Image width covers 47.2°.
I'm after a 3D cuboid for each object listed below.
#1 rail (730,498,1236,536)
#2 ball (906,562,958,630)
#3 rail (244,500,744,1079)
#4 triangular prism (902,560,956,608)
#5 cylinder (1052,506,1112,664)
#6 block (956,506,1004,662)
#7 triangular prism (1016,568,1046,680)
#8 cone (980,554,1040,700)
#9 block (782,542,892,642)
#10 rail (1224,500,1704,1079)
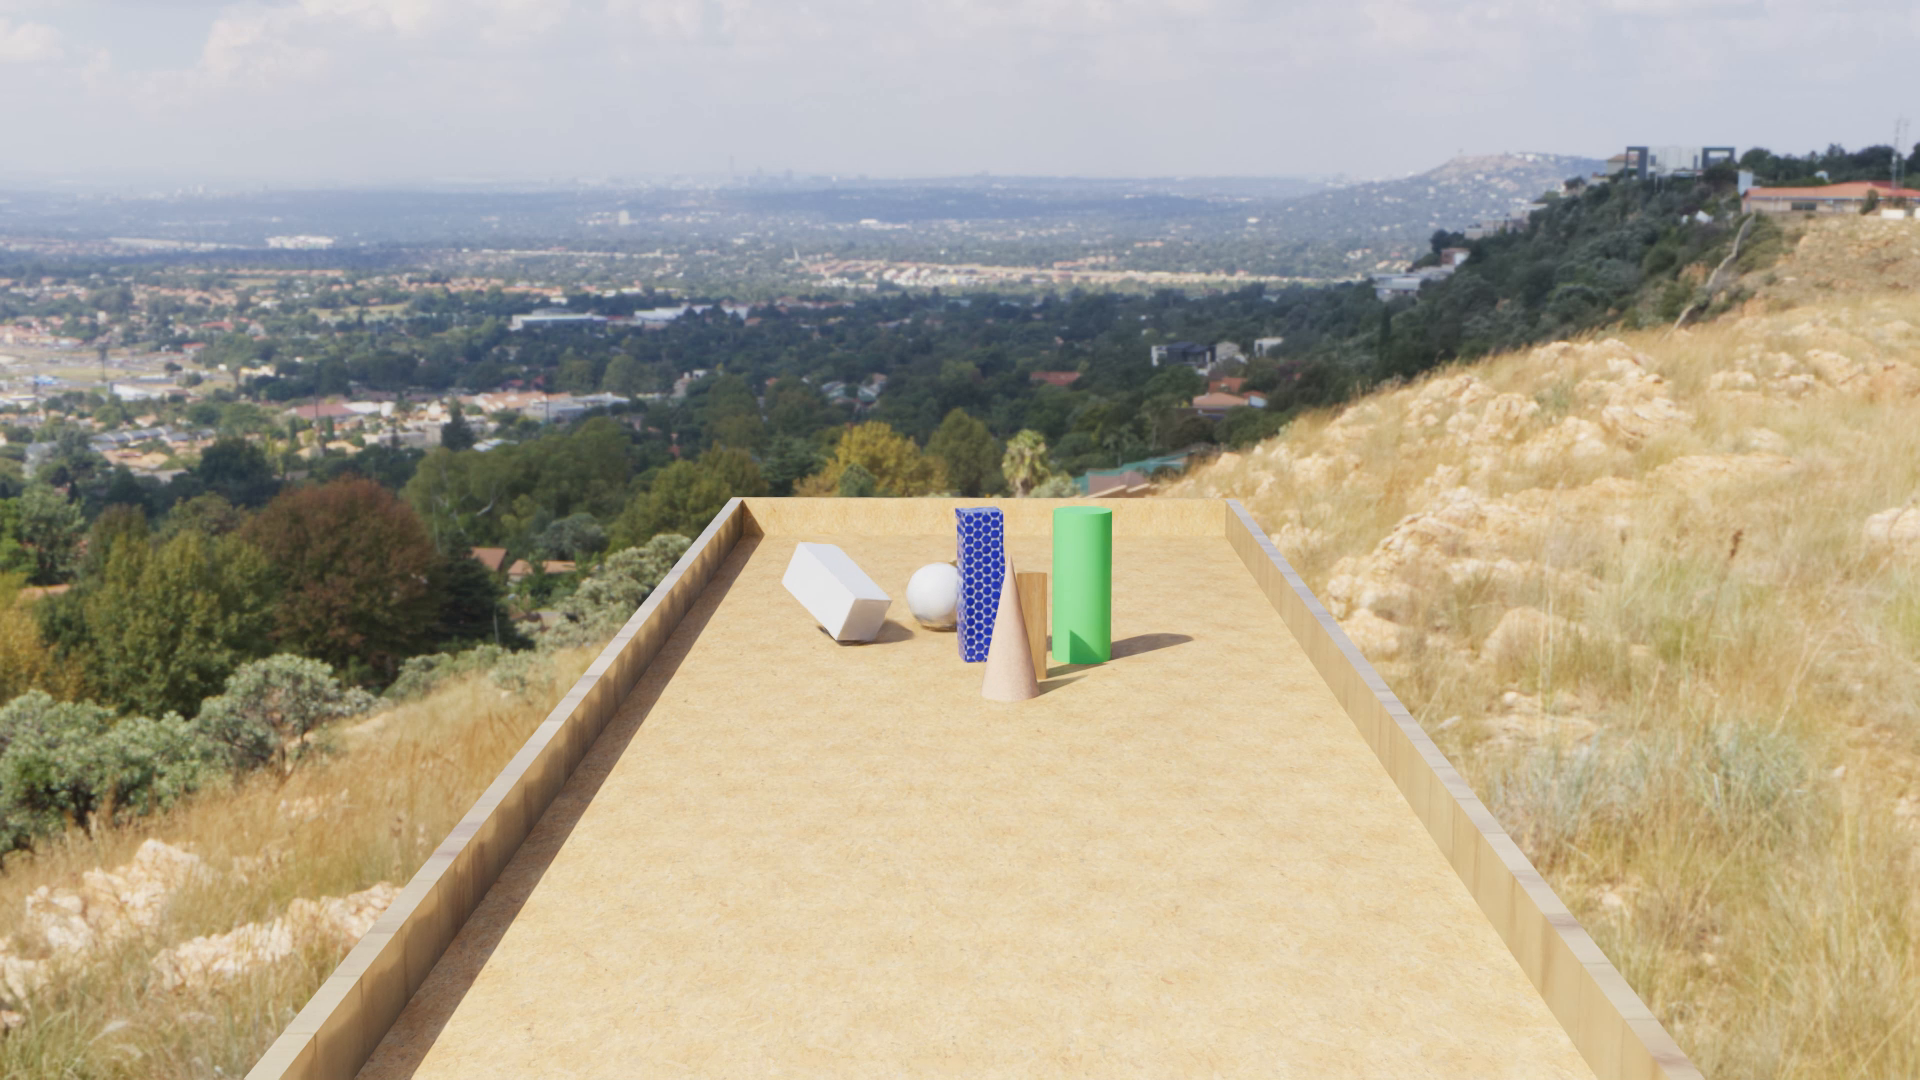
[{"bbox_3d":[0.099,-0.098,9.147,2.100,0.150,0.050,0,9,1],"label":"rail"},{"bbox_3d":[-0.069,0.182,7.169,0.216,0.216,0.216,0,9,0],"label":"ball"},{"bbox_3d":[-1.004,0.839,3.234,0.050,0.150,12.000,0,9,1],"label":"rail"},{"bbox_3d":[-0.061,0.146,7.677,0.140,0.122,0.391,3,10,23],"label":"triangular prism"},{"bbox_3d":[0.372,0.135,6.694,0.179,0.457,0.179,0,9,0],"label":"cylinder"},{"bbox_3d":[0.063,0.134,6.695,0.125,0.456,0.125,-2,9,-9],"label":"block"},{"bbox_3d":[0.202,0.246,6.448,0.091,0.316,0.079,-1,9,-7],"label":"triangular prism"},{"bbox_3d":[0.141,0.233,6.216,0.170,0.414,0.170,0,9,0],"label":"cone"},{"bbox_3d":[-0.394,0.164,7.002,0.155,0.155,0.336,6,27,-44],"label":"block"},{"bbox_3d":[1.046,0.843,3.208,0.050,0.150,12.000,0,9,1],"label":"rail"}]
